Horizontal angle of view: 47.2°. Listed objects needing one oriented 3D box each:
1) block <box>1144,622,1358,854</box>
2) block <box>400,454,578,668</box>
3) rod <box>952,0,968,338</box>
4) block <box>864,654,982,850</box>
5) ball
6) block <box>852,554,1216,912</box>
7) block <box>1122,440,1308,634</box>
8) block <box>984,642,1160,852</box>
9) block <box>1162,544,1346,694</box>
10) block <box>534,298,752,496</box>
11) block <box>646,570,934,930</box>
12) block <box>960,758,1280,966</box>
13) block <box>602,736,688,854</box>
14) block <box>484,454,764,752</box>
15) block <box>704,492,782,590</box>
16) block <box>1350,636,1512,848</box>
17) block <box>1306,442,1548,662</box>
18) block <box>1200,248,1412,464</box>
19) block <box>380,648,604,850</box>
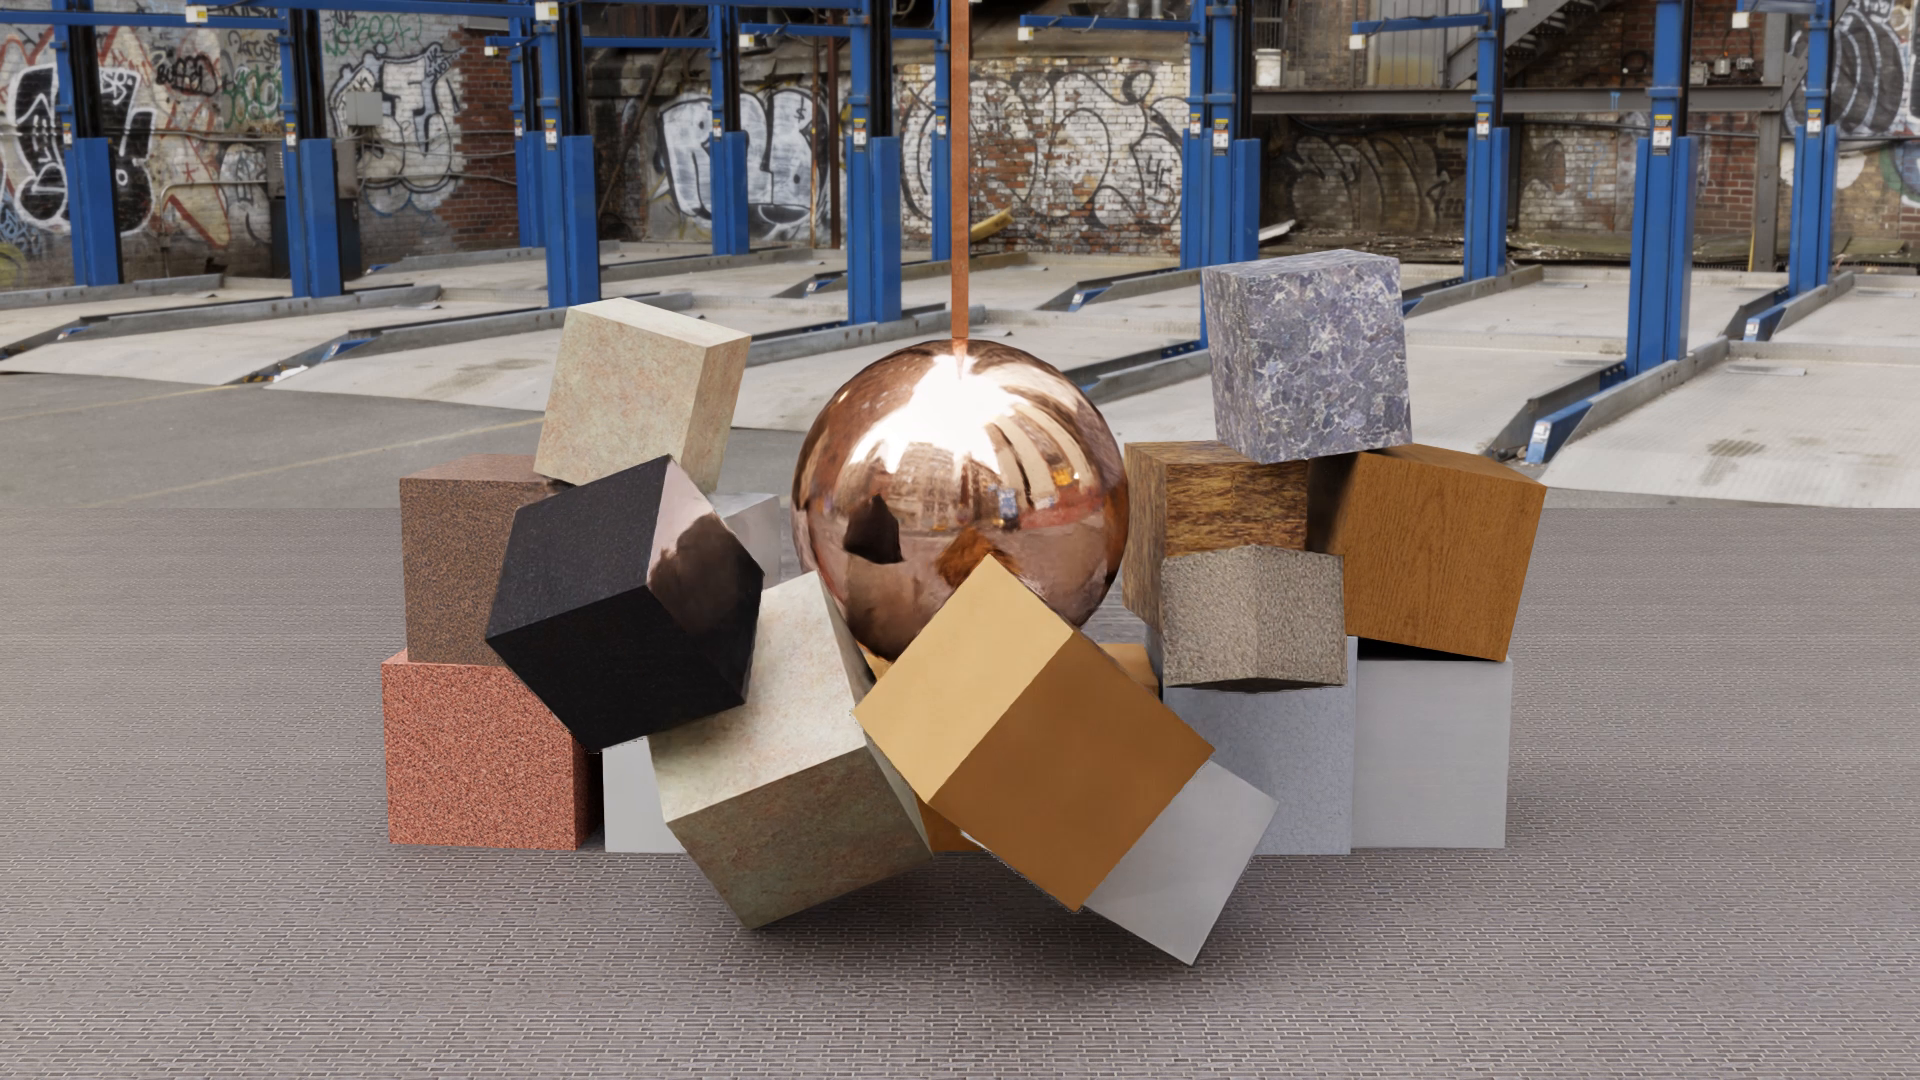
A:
[{"bbox_3d":[1.467,0.929,11.358,0.949,1.108,1.037,0,10,0],"label":"block"},{"bbox_3d":[-2.293,0.088,11.256,0.771,0.931,0.885,2,11,12],"label":"block"},{"bbox_3d":[0.000,-3.543,10.176,0.080,5.200,0.080,0,2,0],"label":"rod"},{"bbox_3d":[-0.342,1.081,11.368,0.901,0.806,0.877,0,10,0],"label":"block"},{"bbox_3d":[0.000,-0.146,10.323,1.600,1.600,1.600,0,10,0],"label":"ball"},{"bbox_3d":[0.283,0.758,8.731,0.890,0.846,0.793,40,1,-32],"label":"block"},{"bbox_3d":[1.274,-0.026,11.122,0.716,0.855,0.779,-2,10,-11],"label":"block"},{"bbox_3d":[0.552,1.055,11.393,0.865,0.848,0.953,0,10,0],"label":"block"},{"bbox_3d":[1.330,0.369,9.979,0.585,0.583,0.573,7,-12,-39],"label":"block"},{"bbox_3d":[-1.580,-0.691,11.011,0.722,0.836,0.724,17,13,9],"label":"block"},{"bbox_3d":[-0.792,0.946,9.781,0.900,1.021,0.972,-21,51,3],"label":"block"},{"bbox_3d":[0.684,1.215,9.593,0.845,0.791,0.833,32,-7,-23],"label":"block"},{"bbox_3d":[-1.281,1.077,11.341,0.951,0.822,0.901,0,10,2],"label":"block"},{"bbox_3d":[-1.369,0.268,9.126,0.758,0.771,0.746,-18,41,20],"label":"block"},{"bbox_3d":[-1.418,0.252,11.085,0.798,0.893,0.797,3,11,16],"label":"block"},{"bbox_3d":[2.342,1.004,11.345,0.786,0.965,0.777,0,10,0],"label":"block"},{"bbox_3d":[2.278,-0.001,11.198,0.941,0.893,0.954,10,10,-6],"label":"block"},{"bbox_3d":[1.714,-0.931,10.954,0.760,0.900,0.843,-8,12,-7],"label":"block"},{"bbox_3d":[-2.354,1.007,11.415,0.968,0.934,0.879,1,10,7],"label":"block"}]
